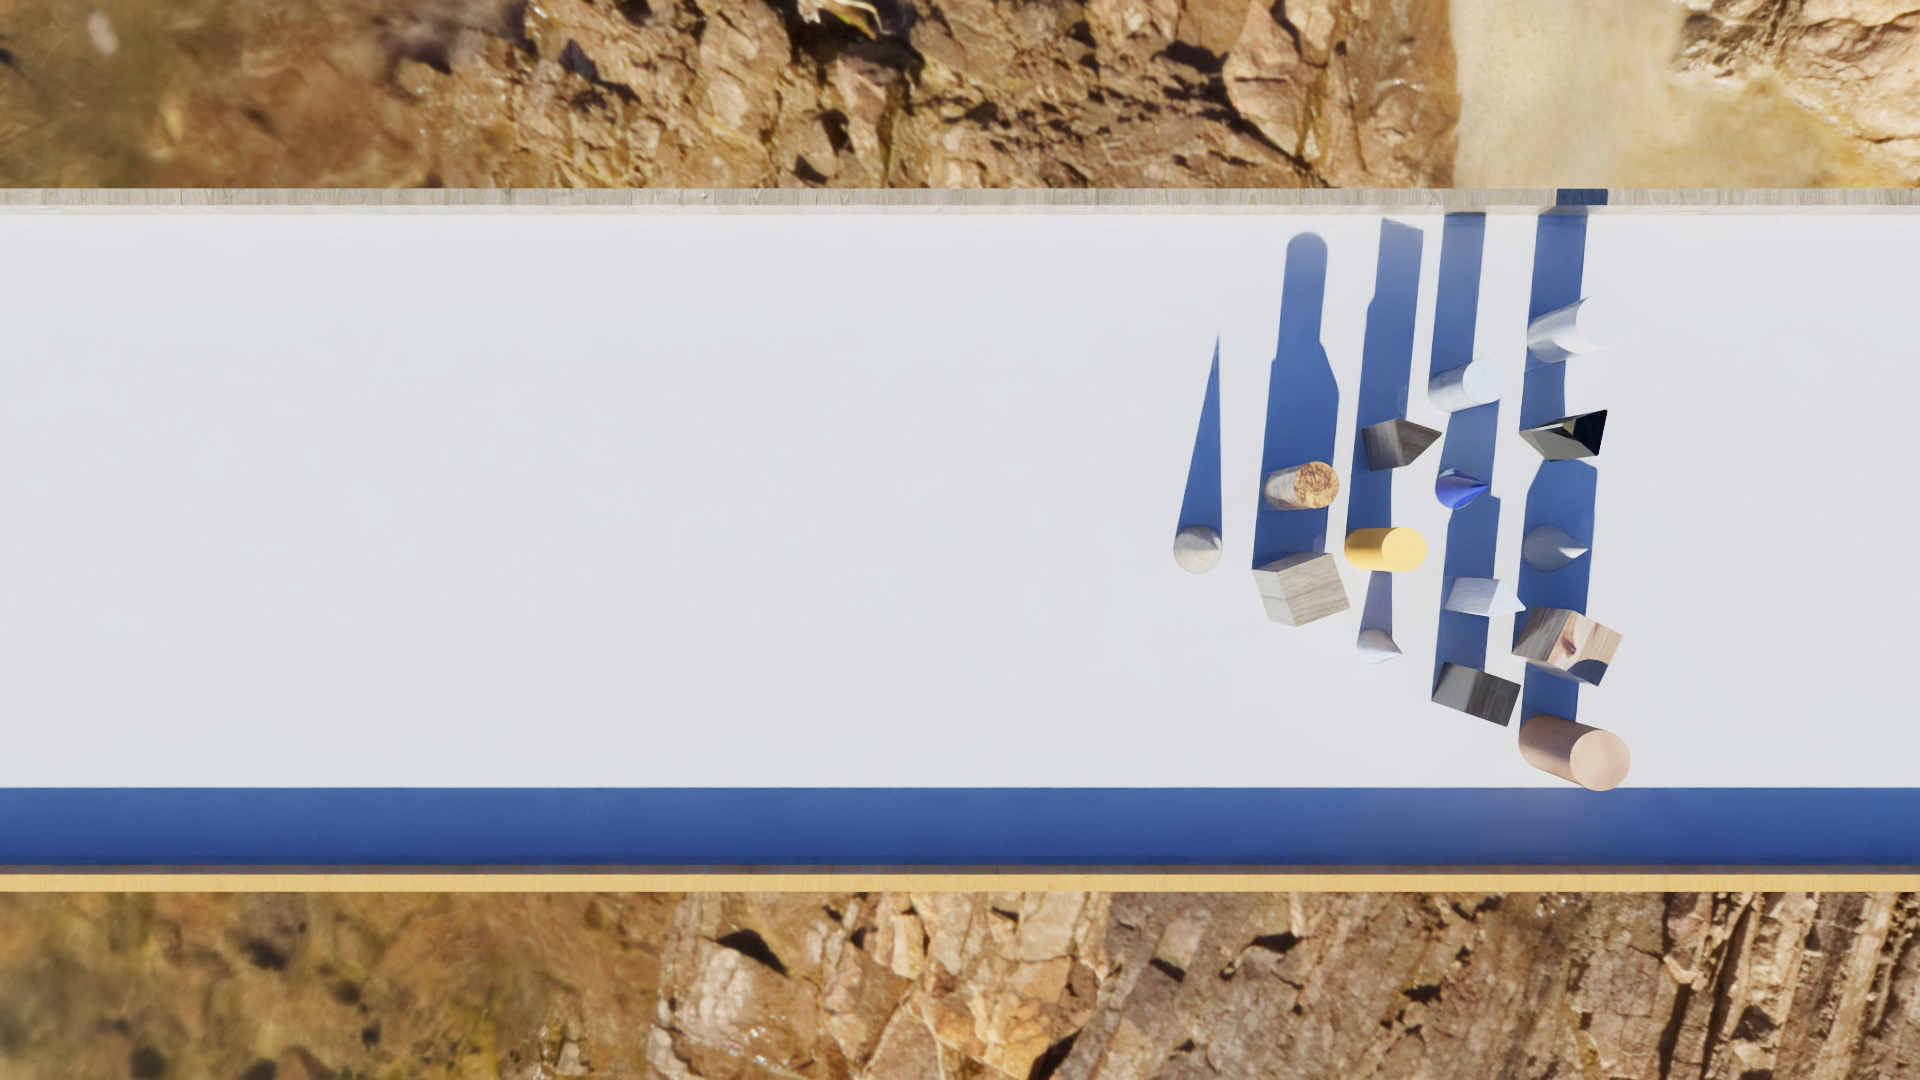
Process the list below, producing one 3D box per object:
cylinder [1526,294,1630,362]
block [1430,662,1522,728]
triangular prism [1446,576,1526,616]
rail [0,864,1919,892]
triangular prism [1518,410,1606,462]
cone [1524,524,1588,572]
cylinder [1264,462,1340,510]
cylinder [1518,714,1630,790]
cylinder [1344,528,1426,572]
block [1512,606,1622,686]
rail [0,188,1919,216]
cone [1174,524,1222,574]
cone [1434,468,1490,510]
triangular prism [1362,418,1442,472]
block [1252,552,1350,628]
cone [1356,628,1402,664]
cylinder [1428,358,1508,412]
[{"bbox_3d":[1.820,-0.622,4.871,0.154,0.411,0.154,0,90,0],"label":"cylinder"},{"bbox_3d":[1.531,0.456,4.906,0.129,0.340,0.129,19,90,0],"label":"block"},{"bbox_3d":[1.541,0.158,4.874,0.109,0.406,0.094,-9,90,0],"label":"triangular prism"},{"bbox_3d":[-2.247,1.025,5.001,12.000,0.150,0.050,0,90,0],"label":"rail"},{"bbox_3d":[1.808,-0.328,4.892,0.134,0.369,0.116,42,90,0],"label":"triangular prism"},{"bbox_3d":[1.809,0.026,4.913,0.146,0.327,0.146,0,90,0],"label":"cone"},{"bbox_3d":[0.998,-0.155,4.849,0.130,0.456,0.130,0,90,0],"label":"cylinder"},{"bbox_3d":[1.804,0.621,4.861,0.172,0.430,0.172,0,90,0],"label":"cylinder"},{"bbox_3d":[1.246,0.027,4.850,0.127,0.453,0.127,0,90,0],"label":"cylinder"},{"bbox_3d":[1.807,0.314,4.922,0.165,0.310,0.165,26,90,0],"label":"block"},{"bbox_3d":[-2.247,-1.025,5.002,12.000,0.150,0.050,0,90,0],"label":"rail"},{"bbox_3d":[0.732,0.028,4.864,0.152,0.425,0.152,0,90,0],"label":"cone"},{"bbox_3d":[1.524,-0.158,4.907,0.126,0.338,0.126,0,90,0],"label":"cone"},{"bbox_3d":[1.277,-0.300,4.874,0.136,0.404,0.117,-42,90,0],"label":"triangular prism"},{"bbox_3d":[1.002,0.142,4.875,0.165,0.404,0.165,-19,90,0],"label":"block"},{"bbox_3d":[1.276,0.328,4.911,0.111,0.332,0.111,0,90,0],"label":"cone"},{"bbox_3d":[1.504,-0.456,4.898,0.129,0.356,0.129,0,90,0],"label":"cylinder"}]
